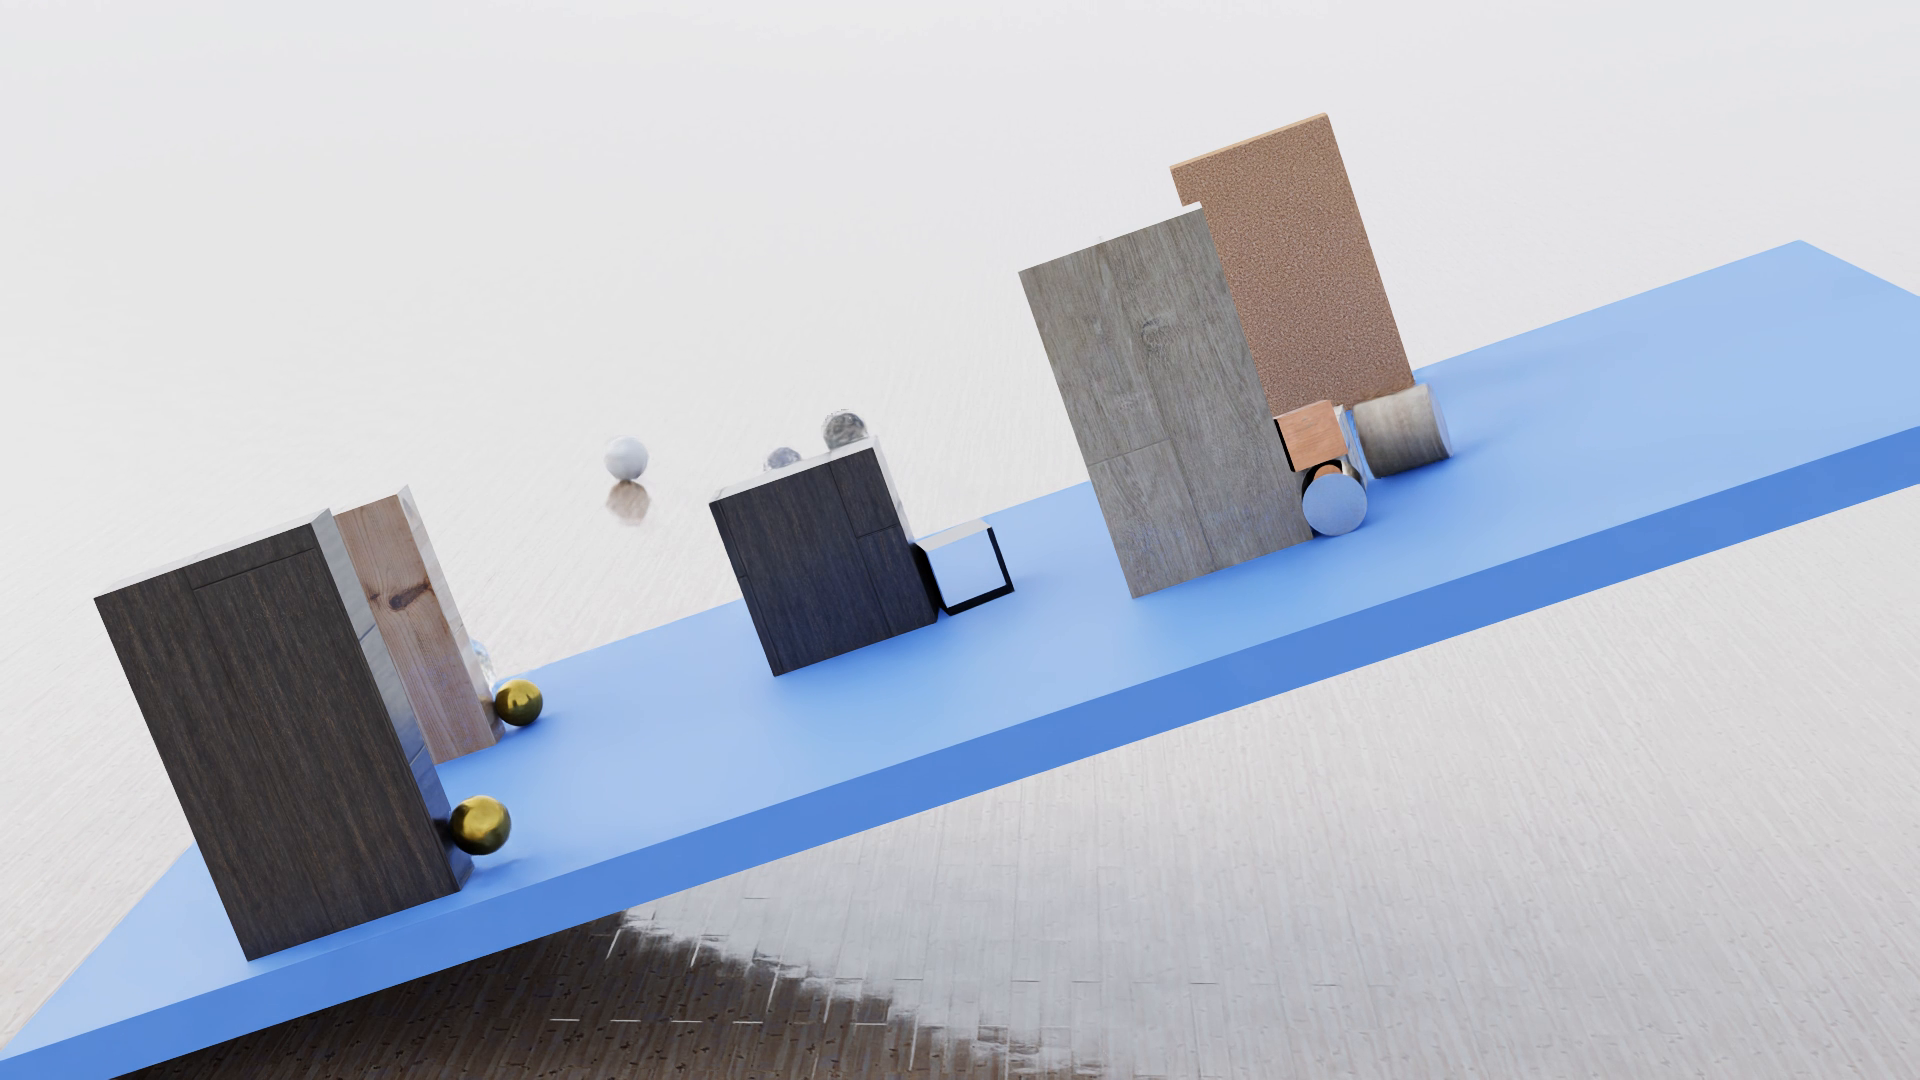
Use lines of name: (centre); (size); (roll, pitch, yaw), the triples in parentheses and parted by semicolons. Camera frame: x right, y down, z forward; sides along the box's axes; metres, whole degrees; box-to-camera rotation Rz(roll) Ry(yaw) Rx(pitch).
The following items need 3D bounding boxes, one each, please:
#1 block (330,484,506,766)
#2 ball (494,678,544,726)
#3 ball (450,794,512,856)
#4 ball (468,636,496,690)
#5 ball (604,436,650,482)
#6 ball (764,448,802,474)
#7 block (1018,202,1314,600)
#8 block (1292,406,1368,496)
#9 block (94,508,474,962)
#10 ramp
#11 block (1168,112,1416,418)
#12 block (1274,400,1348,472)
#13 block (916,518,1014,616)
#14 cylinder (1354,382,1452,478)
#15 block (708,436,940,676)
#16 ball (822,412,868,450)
block: (-1.285, 0.213, 6.701); (0.278, 0.616, 0.113); (-19, 11, 6)
ball: (-1.016, 0.374, 6.775); (0.111, 0.111, 0.111); (0, 12, 0)
ball: (-0.913, 0.544, 5.603); (0.116, 0.116, 0.116); (0, 12, 0)
ball: (-1.231, 0.325, 7.171); (0.193, 0.193, 0.193); (0, 12, 0)
ball: (-1.299, -0.317, 11.455); (0.174, 0.174, 0.174); (0, 12, 0)
ball: (-0.679, -0.280, 11.337); (0.154, 0.154, 0.154); (0, 12, 0)
block: (0.412, -0.278, 5.885); (0.381, 0.700, 0.121); (-19, 11, 6)
block: (0.735, -0.157, 6.119); (0.172, 0.172, 0.172); (-17, 11, 15)
block: (-1.271, 0.370, 5.564); (0.439, 0.753, 0.138); (-19, 11, 6)
ramp: (0.111, 0.178, 6.301); (4.000, 0.100, 2.000); (-19, 11, 6)
block: (0.786, -0.621, 6.946); (0.385, 0.678, 0.089); (-19, 11, 6)
block: (0.705, -0.211, 5.946); (0.113, 0.113, 0.113); (-20, 3, -1)
block: (0.010, 0.058, 6.402); (0.151, 0.151, 0.151); (-21, 11, -7)
cylinder: (0.926, -0.229, 6.154); (0.162, 0.162, 0.162); (-17, 8, 16)
block: (-0.292, 0.035, 6.374); (0.375, 0.407, 0.137); (-19, 11, 6)
ball: (-0.463, -0.426, 11.929); (0.185, 0.185, 0.185); (0, 12, 0)
